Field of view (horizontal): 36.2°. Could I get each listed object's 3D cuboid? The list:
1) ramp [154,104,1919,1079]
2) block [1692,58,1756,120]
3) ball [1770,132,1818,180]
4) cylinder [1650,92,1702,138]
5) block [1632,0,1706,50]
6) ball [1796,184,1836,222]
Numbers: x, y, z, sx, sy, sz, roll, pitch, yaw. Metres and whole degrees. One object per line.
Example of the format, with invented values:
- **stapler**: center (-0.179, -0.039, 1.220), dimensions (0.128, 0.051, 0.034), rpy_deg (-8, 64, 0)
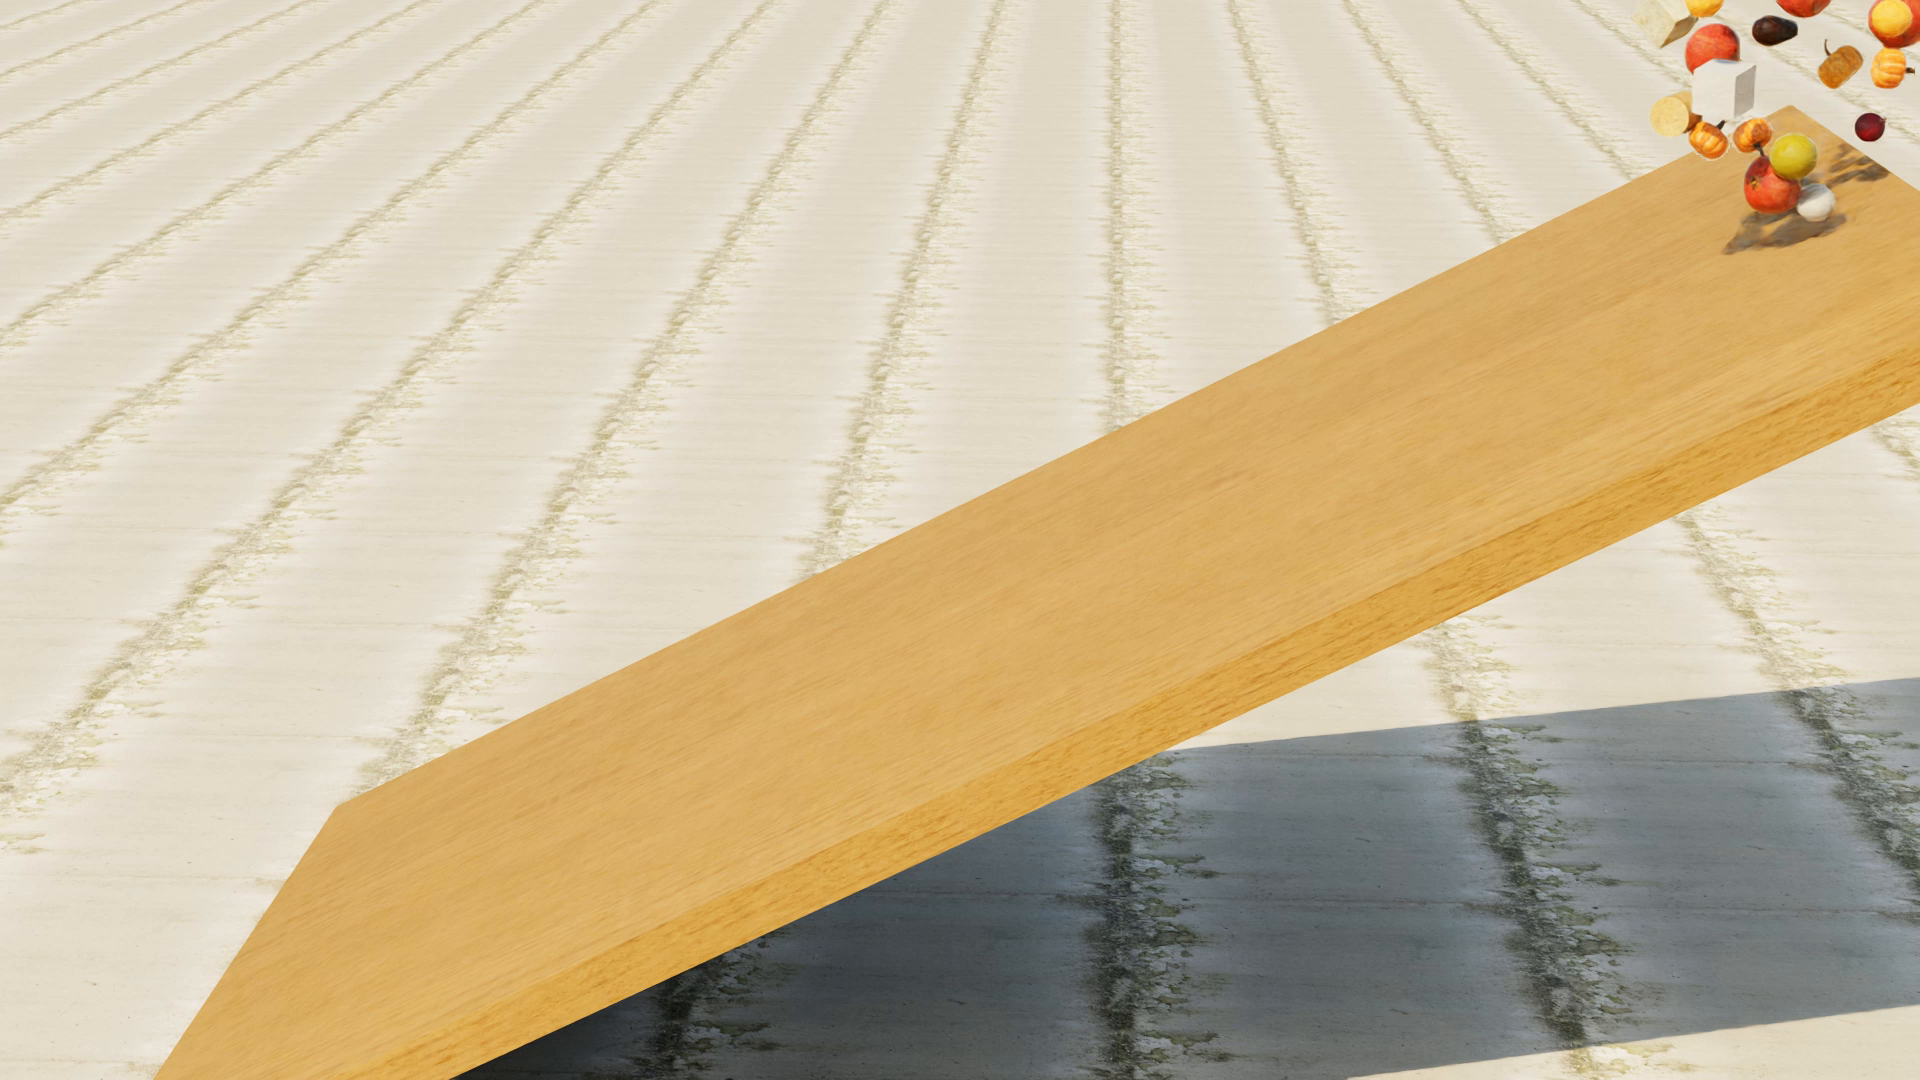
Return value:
- **ramp**: center (0.140, 0.168, 6.281), dimensions (4.000, 0.100, 2.000), rpy_deg (-26, 14, 10)
- **block**: center (1.461, -0.863, 5.626), dimensions (0.086, 0.086, 0.086), rpy_deg (17, 33, 36)
- **ball**: center (1.617, -0.744, 5.705), dimensions (0.091, 0.091, 0.091), rpy_deg (0, 17, 0)
- **cylinder**: center (1.397, -0.830, 5.730), dimensions (0.079, 0.079, 0.079), rpy_deg (11, 21, 32)
- **block**: center (1.361, -1.013, 5.649), dimensions (0.084, 0.084, 0.084), rpy_deg (-29, 71, -25)
- **ball**: center (1.682, -0.663, 5.780), dimensions (0.075, 0.075, 0.075), rpy_deg (0, 17, 0)
